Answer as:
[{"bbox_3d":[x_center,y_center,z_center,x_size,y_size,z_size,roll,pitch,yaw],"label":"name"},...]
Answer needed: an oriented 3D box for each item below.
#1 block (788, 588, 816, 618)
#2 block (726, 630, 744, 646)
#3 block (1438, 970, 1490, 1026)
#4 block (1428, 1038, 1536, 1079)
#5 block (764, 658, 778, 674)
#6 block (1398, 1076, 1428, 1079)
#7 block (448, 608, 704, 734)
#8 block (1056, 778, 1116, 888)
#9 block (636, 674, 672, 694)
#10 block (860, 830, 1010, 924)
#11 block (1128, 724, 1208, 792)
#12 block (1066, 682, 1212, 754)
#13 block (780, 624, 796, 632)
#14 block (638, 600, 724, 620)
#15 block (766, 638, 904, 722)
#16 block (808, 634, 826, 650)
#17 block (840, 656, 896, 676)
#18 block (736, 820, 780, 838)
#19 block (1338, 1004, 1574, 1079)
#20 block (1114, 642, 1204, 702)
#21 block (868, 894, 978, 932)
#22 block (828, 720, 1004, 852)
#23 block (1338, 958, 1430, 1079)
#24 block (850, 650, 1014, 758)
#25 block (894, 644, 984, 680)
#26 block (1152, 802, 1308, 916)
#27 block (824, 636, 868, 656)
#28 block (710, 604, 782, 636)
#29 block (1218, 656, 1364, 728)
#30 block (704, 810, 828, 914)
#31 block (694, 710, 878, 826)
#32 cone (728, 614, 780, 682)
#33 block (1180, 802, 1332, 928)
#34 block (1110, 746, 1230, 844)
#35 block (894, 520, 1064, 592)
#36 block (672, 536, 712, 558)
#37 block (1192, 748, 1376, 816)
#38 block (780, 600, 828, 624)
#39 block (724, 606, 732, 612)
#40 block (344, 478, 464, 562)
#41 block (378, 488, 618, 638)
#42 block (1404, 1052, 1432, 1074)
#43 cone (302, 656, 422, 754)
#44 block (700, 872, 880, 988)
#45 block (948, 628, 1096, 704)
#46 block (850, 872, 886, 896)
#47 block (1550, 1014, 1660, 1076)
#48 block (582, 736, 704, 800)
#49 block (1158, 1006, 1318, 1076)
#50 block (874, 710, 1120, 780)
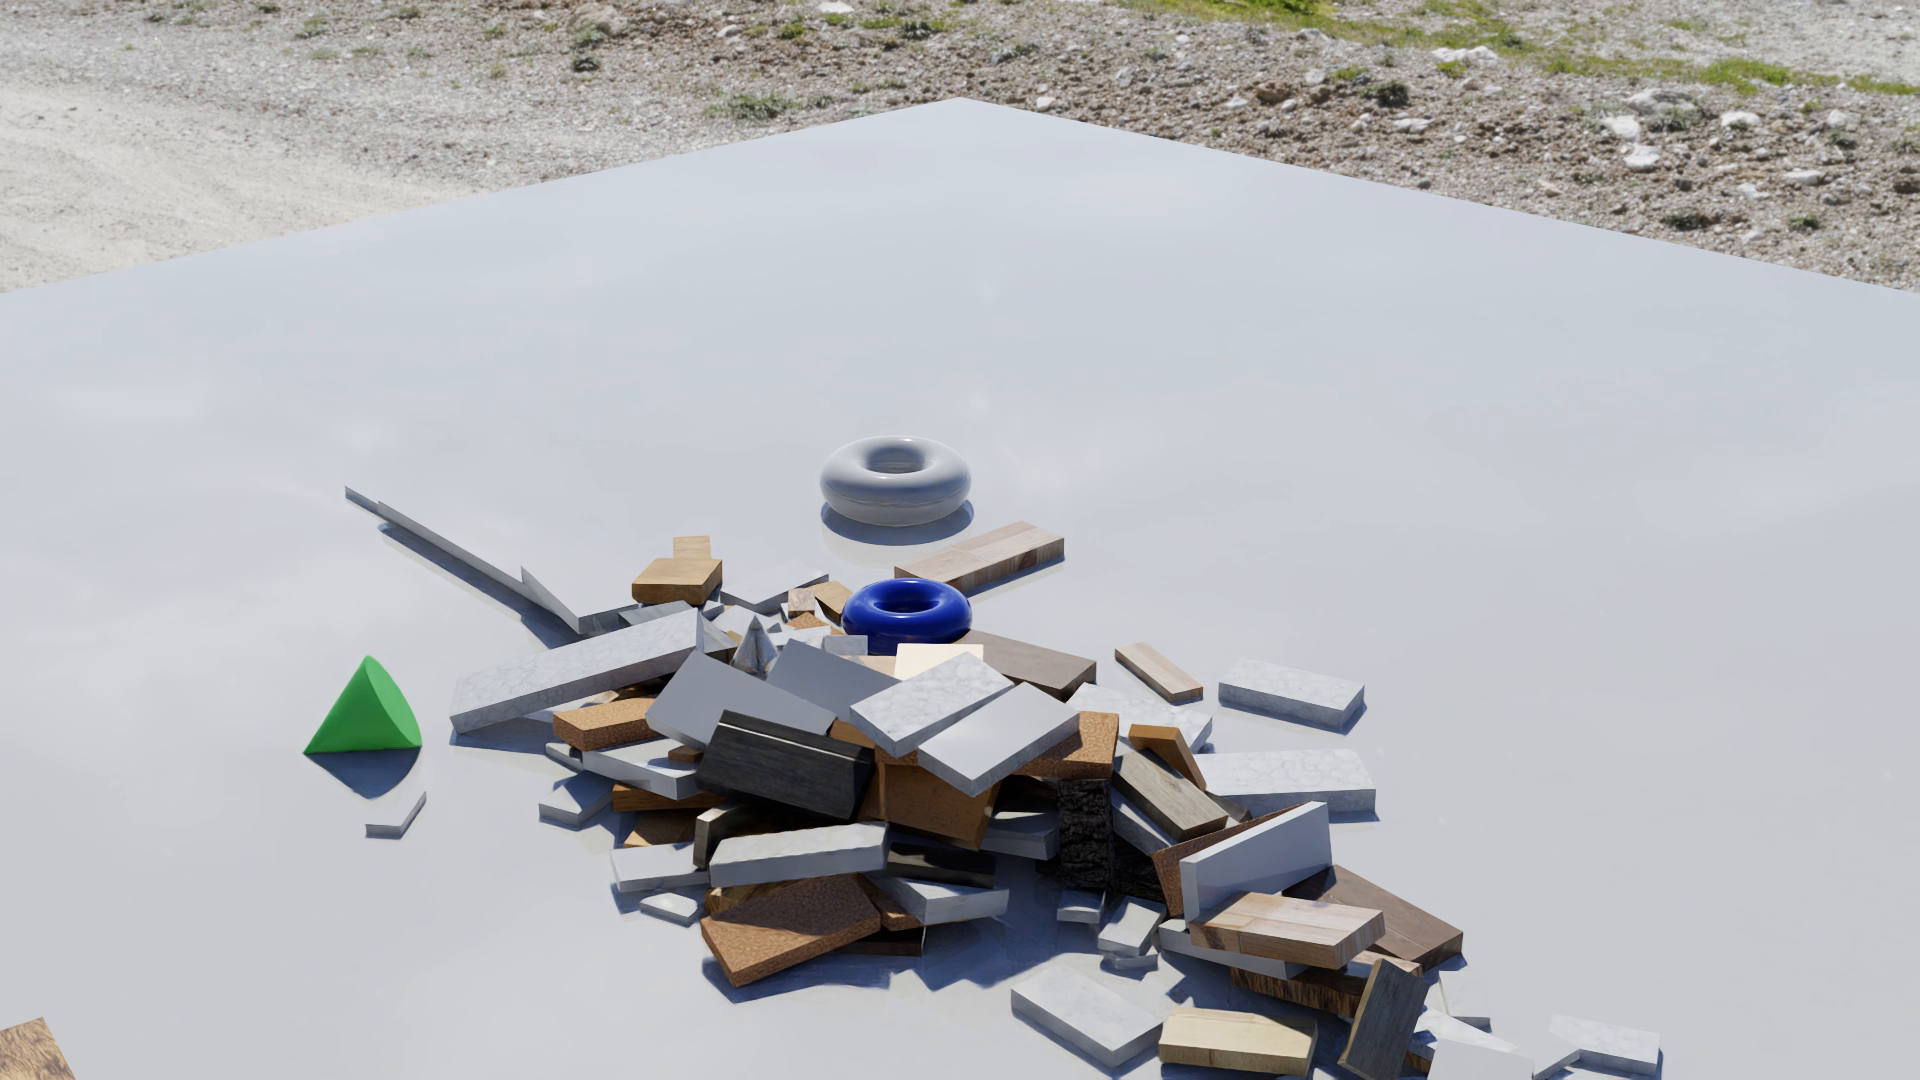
[{"bbox_3d":[-0.383,0.152,5.316,0.064,0.018,0.128,-1,23,-3],"label":"block"},{"bbox_3d":[-0.525,0.241,5.015,0.064,0.018,0.128,-39,19,-14],"label":"block"},{"bbox_3d":[0.881,0.802,3.846,0.068,0.019,0.137,1,23,3],"label":"block"},{"bbox_3d":[0.722,0.988,3.256,0.152,0.043,0.647,9,33,20],"label":"block"},{"bbox_3d":[-0.262,0.376,4.577,0.360,0.013,0.046,42,30,0],"label":"block"},{"bbox_3d":[0.751,0.921,3.565,0.068,0.019,0.137,-1,23,-3],"label":"block"},{"bbox_3d":[-0.836,0.285,4.815,0.559,0.048,0.168,-16,28,3],"label":"block"},{"bbox_3d":[0.237,0.549,4.128,0.099,0.199,0.028,-5,-3,31],"label":"block"},{"bbox_3d":[-0.655,0.286,4.928,0.161,0.046,0.322,-13,24,-38],"label":"block"},{"bbox_3d":[-0.074,0.621,4.132,0.174,0.049,0.348,-2,16,-31],"label":"block"},{"bbox_3d":[0.409,0.434,4.324,0.099,0.199,0.028,2,52,29],"label":"block"},{"bbox_3d":[0.372,0.398,4.732,0.304,0.043,0.152,13,33,25],"label":"block"},{"bbox_3d":[-0.468,0.223,5.137,0.181,0.026,0.090,13,40,45],"label":"block"},{"bbox_3d":[-0.691,0.170,5.267,0.251,0.036,0.126,10,24,44],"label":"block"},{"bbox_3d":[-0.188,0.352,4.409,0.446,0.050,0.176,19,67,22],"label":"block"},{"bbox_3d":[-0.330,0.365,4.633,0.031,0.111,0.382,3,39,7],"label":"block"},{"bbox_3d":[-0.216,0.355,4.719,0.159,0.159,0.159,1,23,1],"label":"block"},{"bbox_3d":[-0.403,0.583,4.228,0.061,0.017,0.122,10,28,23],"label":"block"},{"bbox_3d":[0.865,0.854,3.608,0.095,0.027,0.539,-21,27,-38],"label":"block"},{"bbox_3d":[0.452,0.300,5.024,0.081,0.023,0.261,-11,25,-24],"label":"block"},{"bbox_3d":[-0.068,0.679,4.057,0.190,0.027,0.095,-2,16,-32],"label":"block"},{"bbox_3d":[-0.106,0.474,4.262,0.353,0.050,0.176,11,64,19],"label":"block"},{"bbox_3d":[0.703,0.802,3.643,0.095,0.027,0.191,30,65,-8],"label":"block"},{"bbox_3d":[-0.053,0.317,4.264,0.291,0.041,0.145,-24,38,-32],"label":"block"},{"bbox_3d":[-0.044,0.346,4.710,0.184,0.184,0.184,1,23,2],"label":"block"},{"bbox_3d":[0.530,0.592,4.111,0.458,0.117,0.033,-9,-12,-46],"label":"block"},{"bbox_3d":[-0.253,0.298,4.884,0.095,0.027,0.190,1,53,-5],"label":"block"},{"bbox_3d":[-0.506,0.204,5.138,0.091,0.026,0.182,-34,31,-29],"label":"block"},{"bbox_3d":[0.740,0.338,4.912,0.291,0.041,0.145,12,26,26],"label":"block"},{"bbox_3d":[-0.343,0.623,4.214,0.161,0.046,0.321,9,27,20],"label":"block"},{"bbox_3d":[-0.334,0.443,4.246,0.318,0.045,0.159,14,57,13],"label":"block"},{"bbox_3d":[-0.435,0.286,4.728,0.280,0.280,0.280,0,23,0],"label":"cone"},{"bbox_3d":[0.551,0.596,4.058,0.035,0.123,0.418,1,10,43],"label":"block"},{"bbox_3d":[0.387,0.483,4.174,0.117,0.033,0.235,-12,36,-36],"label":"block"},{"bbox_3d":[0.052,0.050,5.585,0.440,0.046,0.161,-20,30,-39],"label":"block"},{"bbox_3d":[-0.686,0.039,5.635,0.095,0.027,0.190,-3,23,-7],"label":"block"},{"bbox_3d":[0.642,0.499,4.523,0.386,0.049,0.174,-2,23,-5],"label":"block"},{"bbox_3d":[-0.370,0.195,5.270,0.089,0.025,0.178,-6,24,-14],"label":"block"},{"bbox_3d":[-0.567,0.186,5.263,0.054,0.015,0.107,1,23,5],"label":"block"},{"bbox_3d":[-1.190,0.052,5.605,0.089,0.025,1.401,-20,30,-38],"label":"block"},{"bbox_3d":[-1.108,0.066,5.495,0.126,0.036,1.187,-19,30,-38],"label":"block"},{"bbox_3d":[1.001,0.931,3.457,0.089,0.025,0.900,-20,26,-36],"label":"block"},{"bbox_3d":[-1.306,0.399,4.691,0.224,0.224,0.224,-30,27,-2],"label":"cone"},{"bbox_3d":[-0.307,0.698,3.984,0.291,0.041,0.145,-18,40,-23],"label":"block"},{"bbox_3d":[0.123,0.290,5.016,0.336,0.048,0.168,13,26,29],"label":"block"},{"bbox_3d":[-0.186,0.656,4.180,0.095,0.027,0.190,18,29,36],"label":"block"},{"bbox_3d":[1.088,0.853,3.719,0.177,0.025,0.089,8,24,18],"label":"block"},{"bbox_3d":[-0.606,0.454,4.456,0.161,0.046,0.322,-13,16,-42],"label":"block"},{"bbox_3d":[0.468,0.841,3.696,0.247,0.035,0.123,2,19,18],"label":"block"},{"bbox_3d":[0.073,0.381,4.238,0.452,0.045,0.159,4,32,8],"label":"block"}]
